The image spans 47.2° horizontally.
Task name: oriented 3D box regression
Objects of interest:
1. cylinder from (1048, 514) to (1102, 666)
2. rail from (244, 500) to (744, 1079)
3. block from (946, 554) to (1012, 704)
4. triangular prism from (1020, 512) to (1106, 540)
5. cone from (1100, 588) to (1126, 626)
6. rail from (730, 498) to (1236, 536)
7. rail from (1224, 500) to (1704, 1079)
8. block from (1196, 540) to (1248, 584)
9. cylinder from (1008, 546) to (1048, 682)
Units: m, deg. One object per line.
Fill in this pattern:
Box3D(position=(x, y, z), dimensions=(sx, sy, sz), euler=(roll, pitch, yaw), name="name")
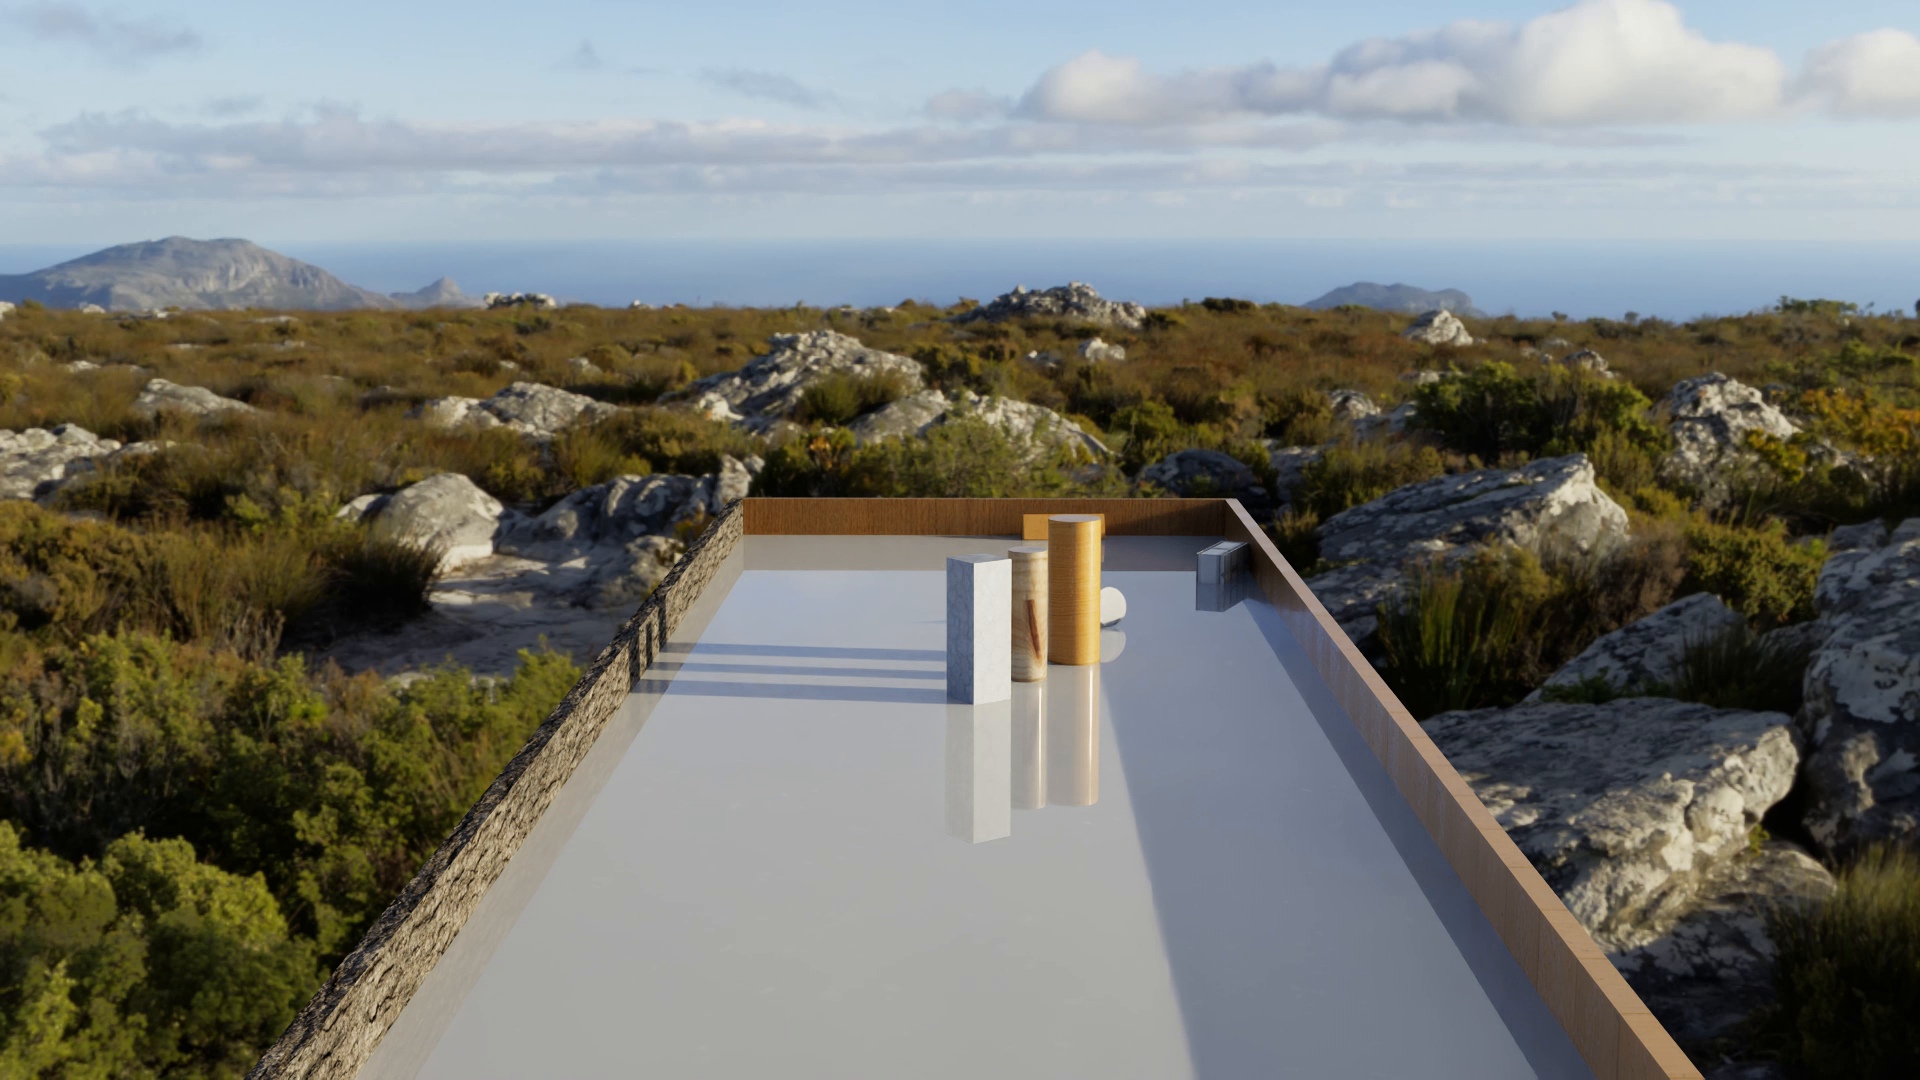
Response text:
Box3D(position=(0.346, 0.150, 6.664), dimensions=(0.160, 0.437, 0.160), euler=(0, 9, 0), name="cylinder")
Box3D(position=(-1.004, 0.839, 3.234), dimensions=(0.050, 0.150, 12.000), euler=(0, 9, 1), name="rail")
Box3D(position=(0.052, 0.248, 6.171), dimensions=(0.129, 0.399, 0.129), euler=(-7, 11, -36), name="block")
Box3D(position=(0.422, -0.058, 9.048), dimensions=(0.342, 0.098, 0.113), euler=(-5, 16, -4), name="triangular prism")
Box3D(position=(0.413, 0.230, 7.359), dimensions=(0.128, 0.128, 0.313), euler=(-5, -1, -31), name="cone")
Box3D(position=(0.099, -0.098, 9.147), dimensions=(2.100, 0.150, 0.050), euler=(0, 9, 1), name="rail")
Box3D(position=(1.046, 0.843, 3.208), dimensions=(0.050, 0.150, 12.000), euler=(0, 9, 1), name="rail")
Box3D(position=(0.975, 0.082, 8.159), dimensions=(0.105, 0.105, 0.320), euler=(4, 10, 23), name="block")
Box3D(position=(0.197, 0.216, 6.421), dimensions=(0.116, 0.383, 0.116), euler=(0, 9, 0), name="cylinder")
